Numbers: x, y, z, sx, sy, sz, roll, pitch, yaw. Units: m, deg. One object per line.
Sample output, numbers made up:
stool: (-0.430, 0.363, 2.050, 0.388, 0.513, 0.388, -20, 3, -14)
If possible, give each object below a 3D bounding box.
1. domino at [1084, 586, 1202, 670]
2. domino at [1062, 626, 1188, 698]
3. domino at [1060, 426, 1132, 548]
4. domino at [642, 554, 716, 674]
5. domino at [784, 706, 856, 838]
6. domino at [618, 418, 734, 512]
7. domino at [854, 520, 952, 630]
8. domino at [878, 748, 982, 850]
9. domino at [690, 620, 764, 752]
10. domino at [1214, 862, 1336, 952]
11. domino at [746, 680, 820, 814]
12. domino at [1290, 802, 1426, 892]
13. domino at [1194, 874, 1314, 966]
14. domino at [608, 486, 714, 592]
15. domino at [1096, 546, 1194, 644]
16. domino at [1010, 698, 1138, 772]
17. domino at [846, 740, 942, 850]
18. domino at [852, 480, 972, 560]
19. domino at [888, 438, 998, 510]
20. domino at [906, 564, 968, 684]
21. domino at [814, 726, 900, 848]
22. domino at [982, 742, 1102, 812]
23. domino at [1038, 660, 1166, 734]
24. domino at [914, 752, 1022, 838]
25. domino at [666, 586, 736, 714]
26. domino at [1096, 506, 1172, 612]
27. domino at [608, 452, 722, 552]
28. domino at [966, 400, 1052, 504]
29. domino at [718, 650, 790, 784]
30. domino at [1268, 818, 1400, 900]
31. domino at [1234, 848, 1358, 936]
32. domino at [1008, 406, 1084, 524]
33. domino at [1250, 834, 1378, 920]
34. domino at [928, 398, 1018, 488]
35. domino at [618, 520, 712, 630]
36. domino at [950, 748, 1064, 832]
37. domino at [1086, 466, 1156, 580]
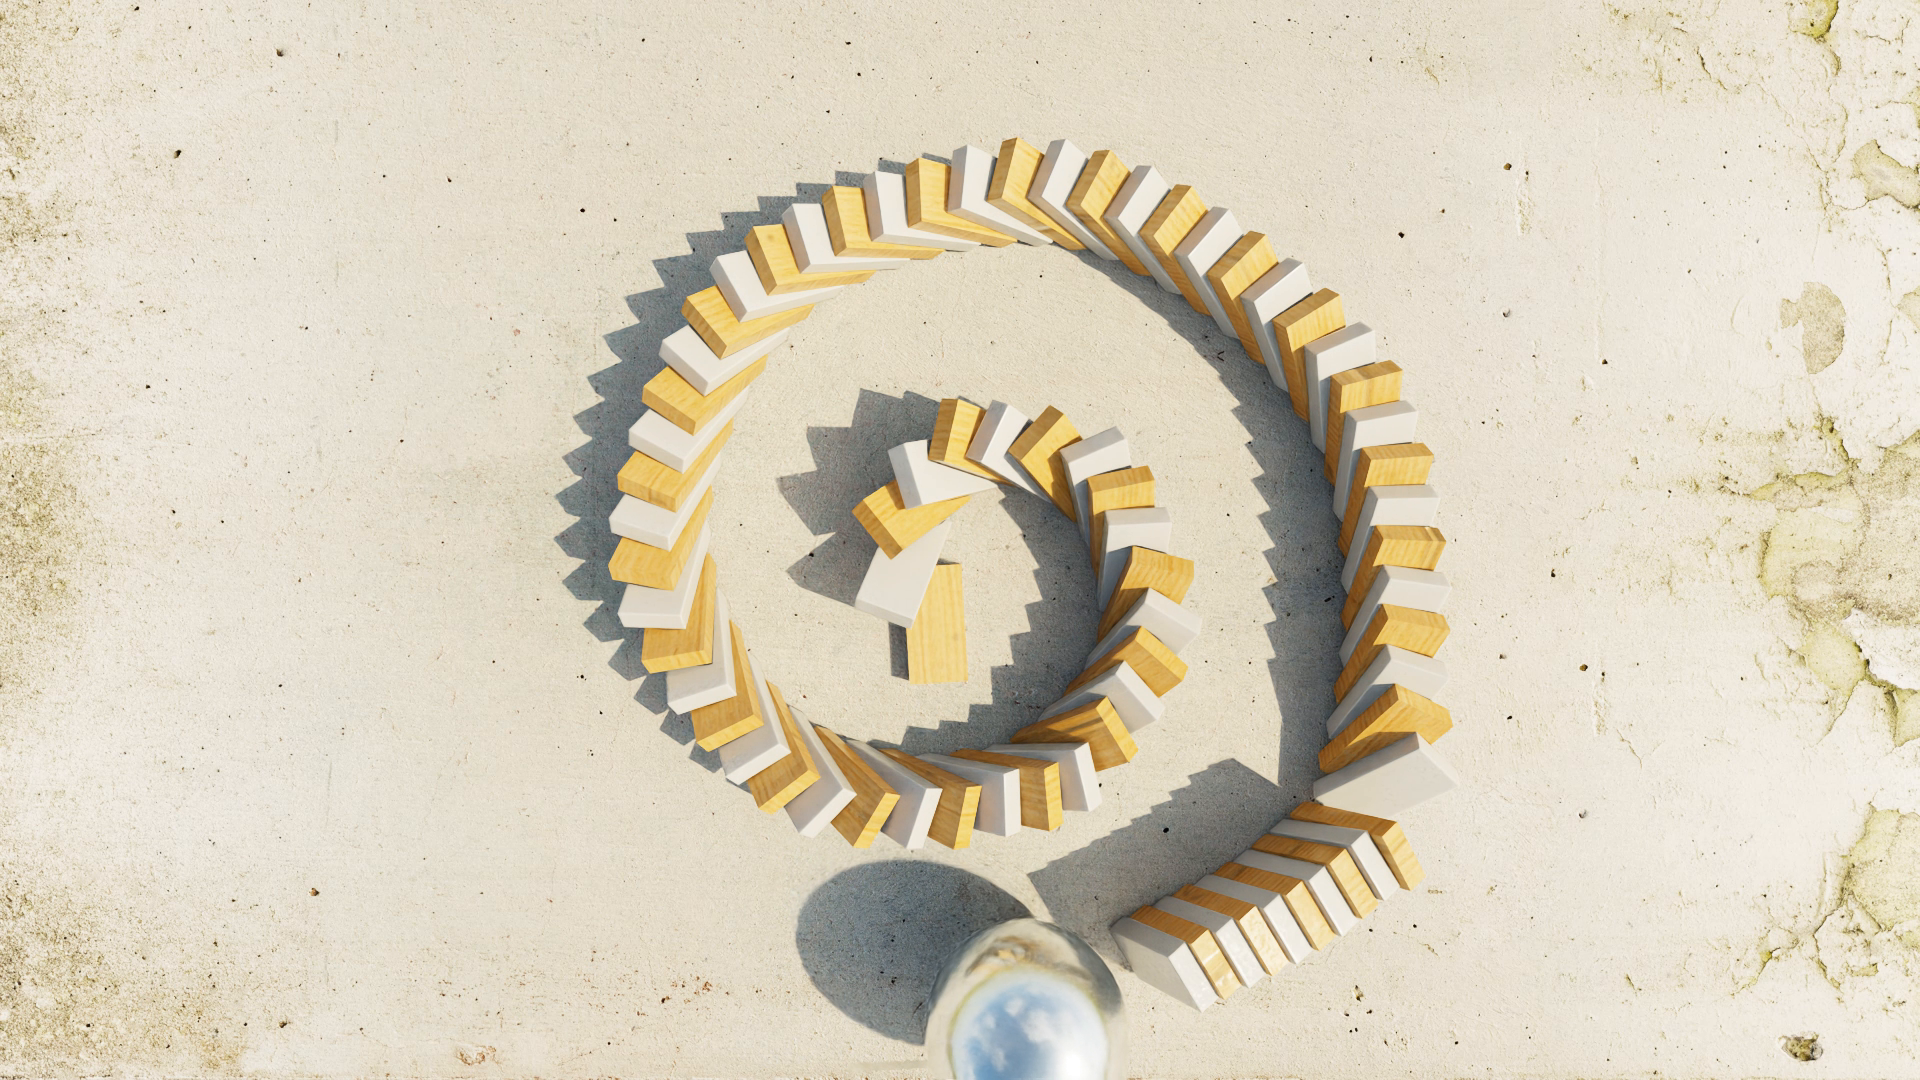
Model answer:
domino: (0.075, 0.044, 0.380, 0.025, 0.009, 0.050, 31, 132, -1)
domino: (0.068, 0.059, 0.380, 0.025, 0.010, 0.050, 41, 131, -1)
domino: (0.059, -0.021, 0.379, 0.025, 0.009, 0.050, -23, 135, -2)
domino: (-0.116, 0.030, 0.380, 0.025, 0.009, 0.050, -10, 50, 0)
domino: (-0.066, 0.095, 0.380, 0.025, 0.010, 0.050, -45, 50, 0)
domino: (-0.117, -0.036, 0.381, 0.025, 0.010, 0.050, 22, 51, 0)
domino: (-0.023, 0.010, 0.383, 0.025, 0.009, 0.050, 20, 57, 0)
domino: (-0.016, 0.106, 0.380, 0.050, 0.010, 0.025, 12, 90, 40)
domino: (-0.100, 0.060, 0.381, 0.025, 0.009, 0.050, -26, 51, 0)
domino: (0.127, 0.149, 0.375, 0.009, 0.050, 0.025, -31, 90, -21)
domino: (-0.079, 0.085, 0.381, 0.025, 0.010, 0.050, -37, 51, 0)
domino: (0.161, 0.124, 0.374, 0.009, 0.050, 0.025, -31, 96, -22)
domino: (0.118, 0.154, 0.375, 0.009, 0.050, 0.025, -31, 90, -21)
domino: (-0.123, -0.004, 0.380, 0.025, 0.010, 0.050, 11, 51, 1)
domino: (0.076, 0.026, 0.379, 0.025, 0.009, 0.050, 14, 133, 0)
domino: (0.046, 0.085, 0.380, 0.050, 0.010, 0.025, -31, 90, 41)
domino: (-0.032, 0.105, 0.380, 0.050, 0.010, 0.025, 19, 90, 41)
domino: (-0.019, -0.015, 0.379, 0.025, 0.050, 0.009, 51, 134, 0)
domino: (-0.006, -0.029, 0.378, 0.009, 0.050, 0.025, -17, 90, 40)
domino: (-0.010, 0.036, 0.395, 0.025, 0.009, 0.050, -3, 90, 0)
domino: (-0.049, 0.102, 0.380, 0.050, 0.010, 0.025, 31, 90, 40)
domino: (0.033, 0.098, 0.380, 0.050, 0.010, 0.025, -13, 91, 42)
domino: (0.058, 0.072, 0.380, 0.025, 0.010, 0.050, 48, 131, 0)
domino: (0.002, 0.105, 0.380, 0.050, 0.009, 0.025, -2, 90, 41)
domino: (-0.109, 0.045, 0.381, 0.025, 0.010, 0.050, -18, 51, 0)
domino: (0.071, 0.009, 0.379, 0.025, 0.009, 0.050, -3, 134, 0)
domino: (-0.121, -0.021, 0.381, 0.025, 0.010, 0.050, 18, 51, 1)
domino: (0.026, -0.036, 0.379, 0.010, 0.050, 0.025, 25, 90, 43)
domino: (-0.090, 0.073, 0.381, 0.025, 0.010, 0.050, -32, 51, 0)
domino: (0.152, 0.130, 0.375, 0.010, 0.050, 0.025, -31, 90, -22)
domino: (0.136, 0.143, 0.375, 0.010, 0.050, 0.025, -31, 90, -21)
domino: (0.043, -0.031, 0.379, 0.025, 0.050, 0.010, -47, 46, 0)
domino: (0.144, 0.137, 0.375, 0.009, 0.050, 0.025, -31, 90, -21)
domino: (0.010, -0.039, 0.379, 0.010, 0.050, 0.025, 12, 89, 44)
domino: (-0.122, 0.013, 0.380, 0.025, 0.010, 0.050, 2, 51, 1)
domino: (0.018, 0.103, 0.379, 0.050, 0.010, 0.025, -3, 94, 41)
domino: (0.067, -0.006, 0.379, 0.025, 0.010, 0.050, -11, 134, -1)
